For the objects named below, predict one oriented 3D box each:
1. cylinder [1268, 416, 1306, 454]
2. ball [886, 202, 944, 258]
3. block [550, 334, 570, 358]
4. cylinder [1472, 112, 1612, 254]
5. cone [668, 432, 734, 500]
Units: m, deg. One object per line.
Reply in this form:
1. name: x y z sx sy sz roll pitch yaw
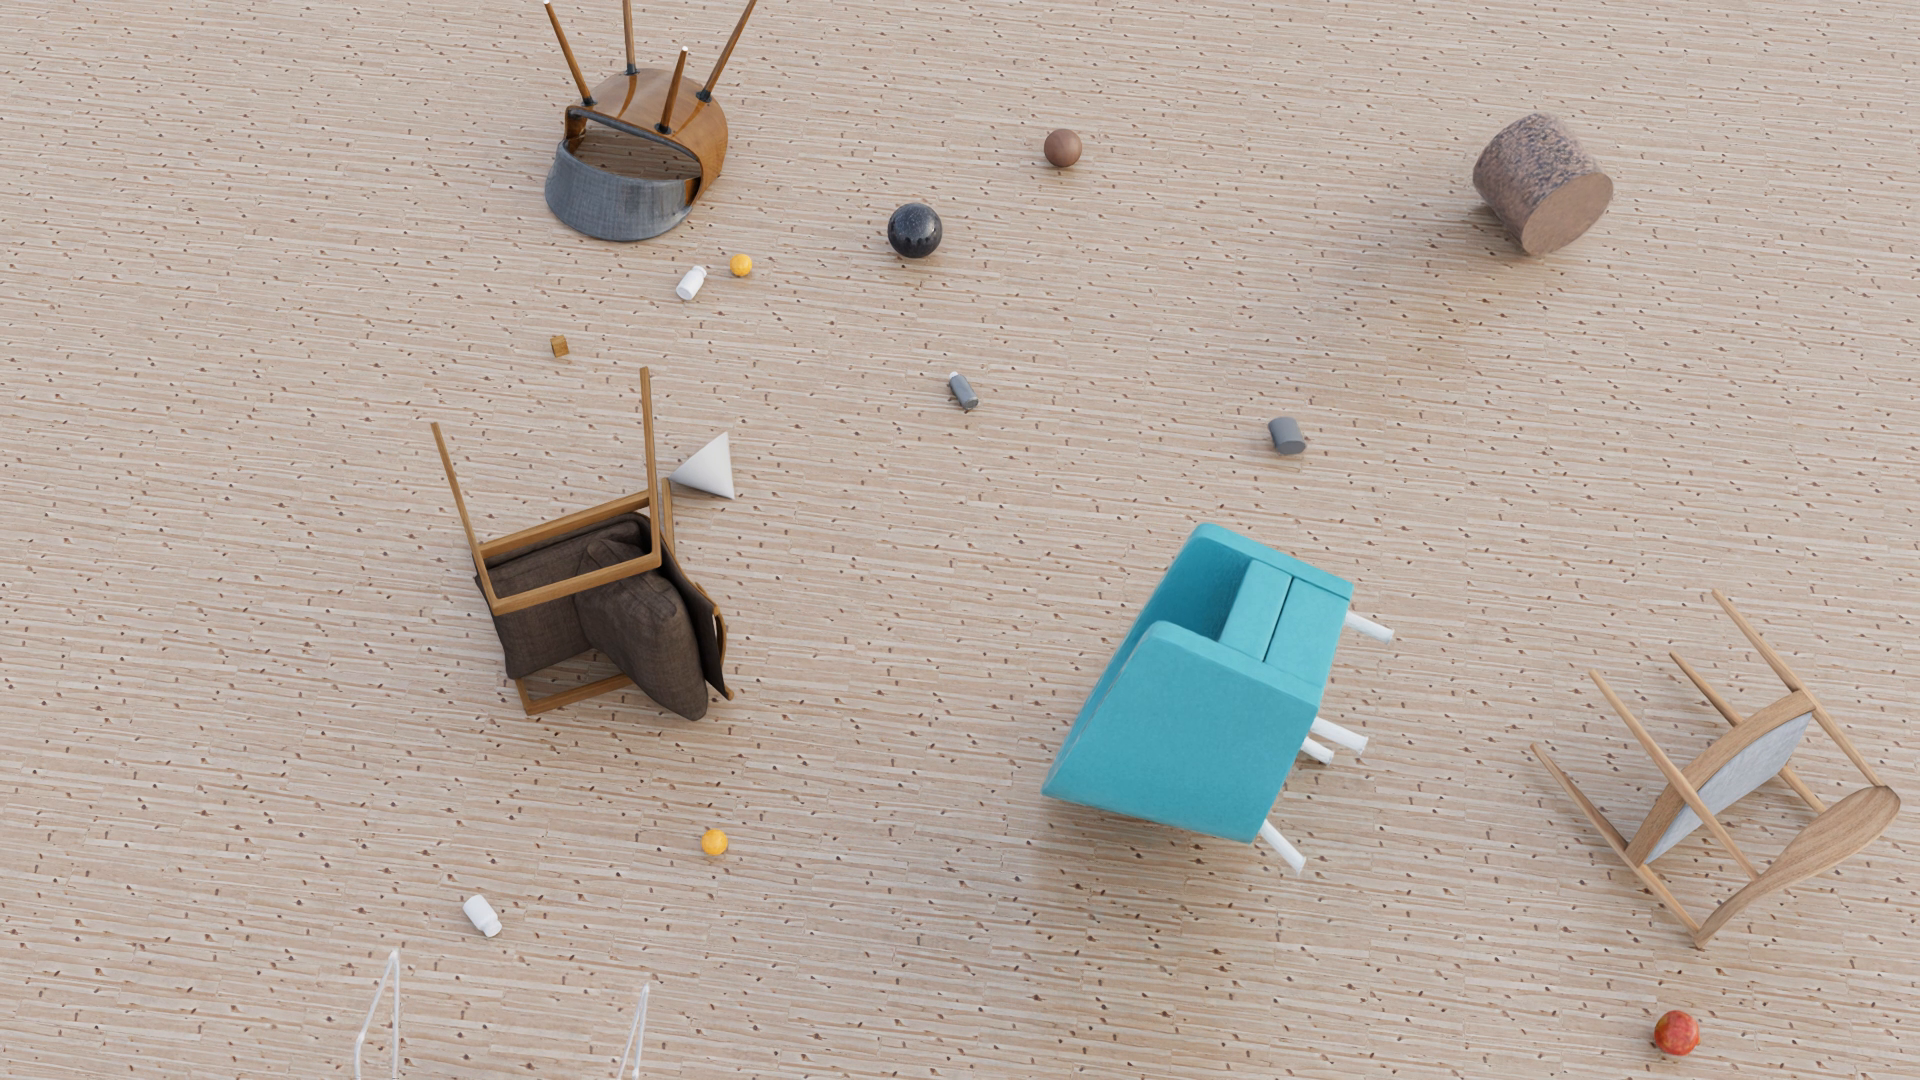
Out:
1. cylinder: 1.002 -0.319 6.741 0.102 0.069 0.093 7 51 -30
2. ball: -0.146 -1.004 7.138 0.182 0.182 0.182 0 56 0
3. block: -1.265 -0.612 6.946 0.045 0.064 0.029 -21 59 -14
4. cylinder: 1.887 -1.155 7.134 0.338 0.358 0.290 -27 60 -4
5. cone: -0.738 -0.189 6.654 0.249 0.170 0.175 -41 91 -32
